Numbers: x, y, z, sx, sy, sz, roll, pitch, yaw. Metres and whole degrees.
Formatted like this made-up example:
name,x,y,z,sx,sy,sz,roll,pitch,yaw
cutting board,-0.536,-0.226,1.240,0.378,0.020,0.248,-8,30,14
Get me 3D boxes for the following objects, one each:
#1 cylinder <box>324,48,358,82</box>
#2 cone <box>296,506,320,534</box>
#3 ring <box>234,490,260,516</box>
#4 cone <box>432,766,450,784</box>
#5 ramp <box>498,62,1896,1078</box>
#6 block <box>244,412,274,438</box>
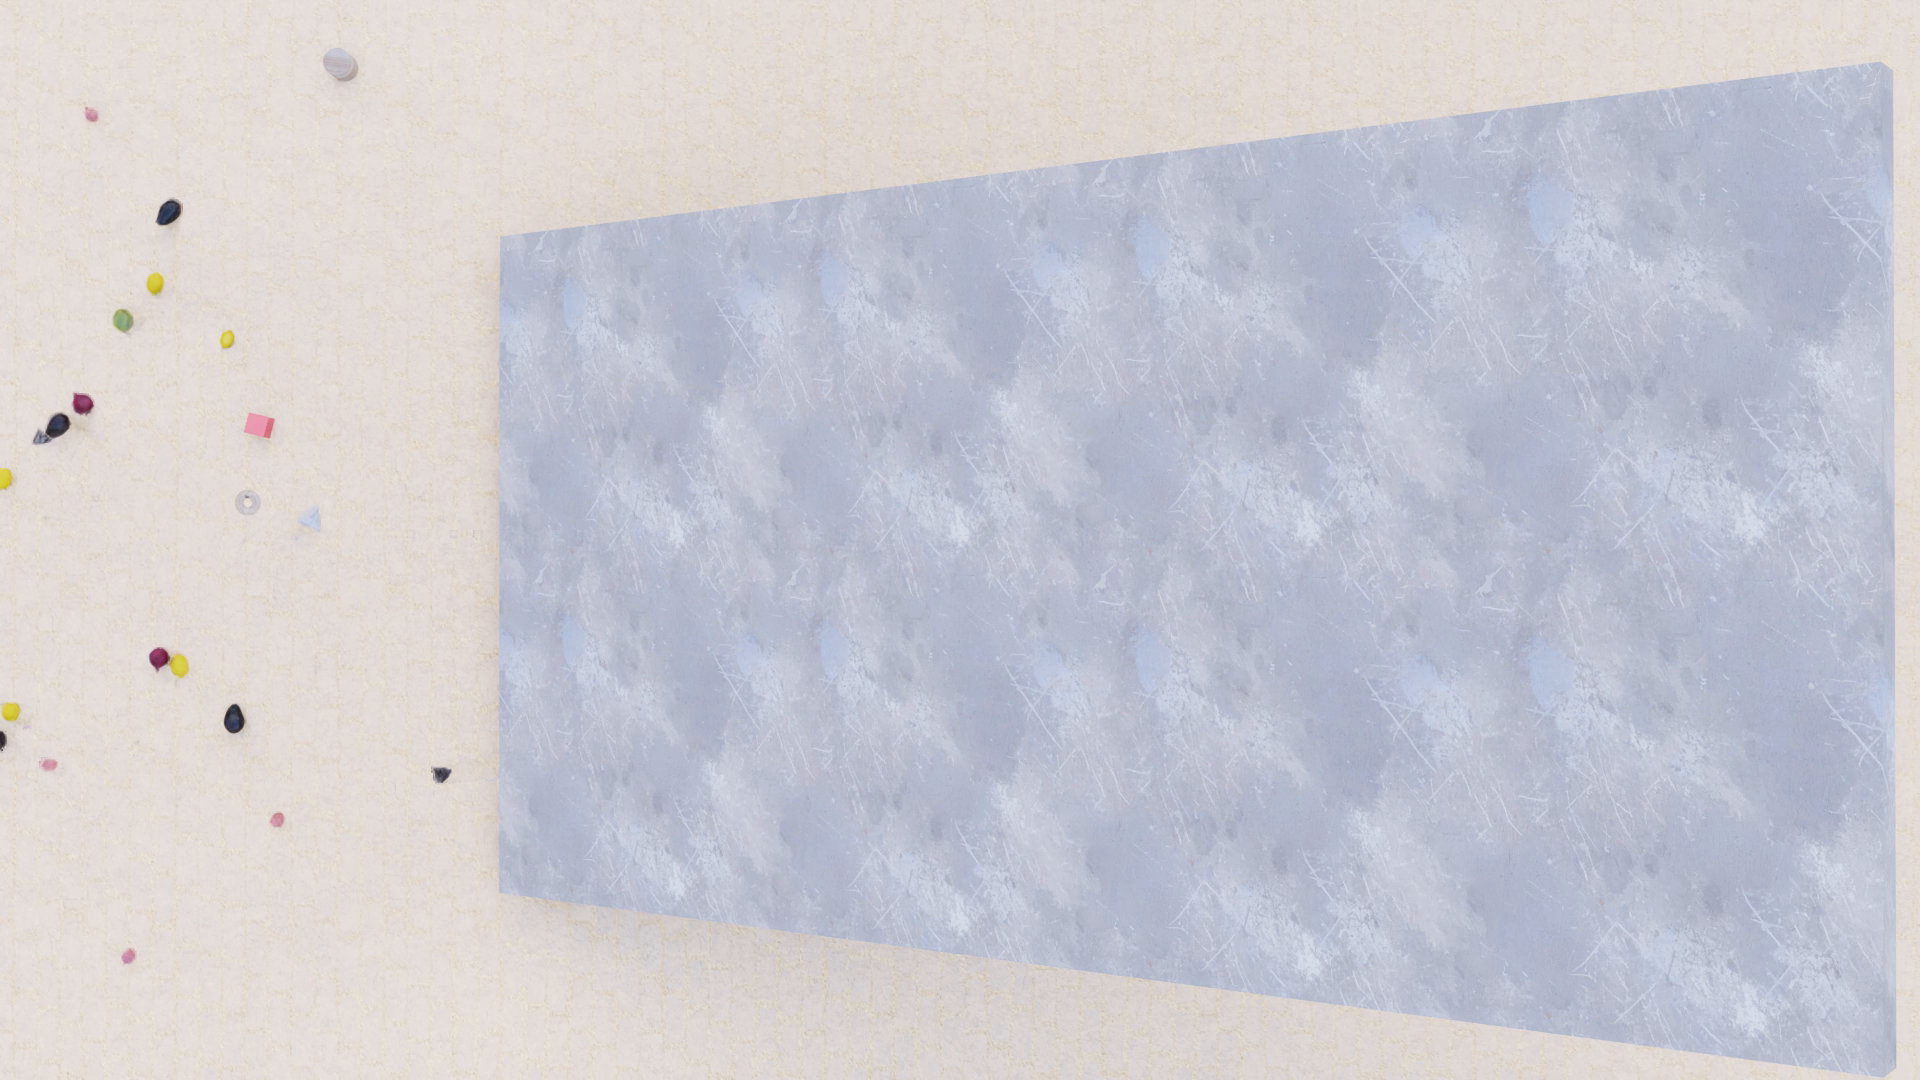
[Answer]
name,x,y,z,sx,sy,sz,roll,pitch,yaw
cylinder,-1.901,-1.459,6.752,0.085,0.085,0.085,0,90,0
cone,-1.990,-0.048,6.766,0.078,0.078,0.078,-28,116,0
ring,-2.193,-0.115,6.771,0.080,0.027,0.080,0,90,-1
cone,-1.605,0.711,6.766,0.053,0.053,0.053,34,90,27
ramp,0.235,0.066,5.555,4.000,0.100,2.000,0,89,36
block,-2.152,-0.352,6.755,0.062,0.062,0.062,14,90,0
